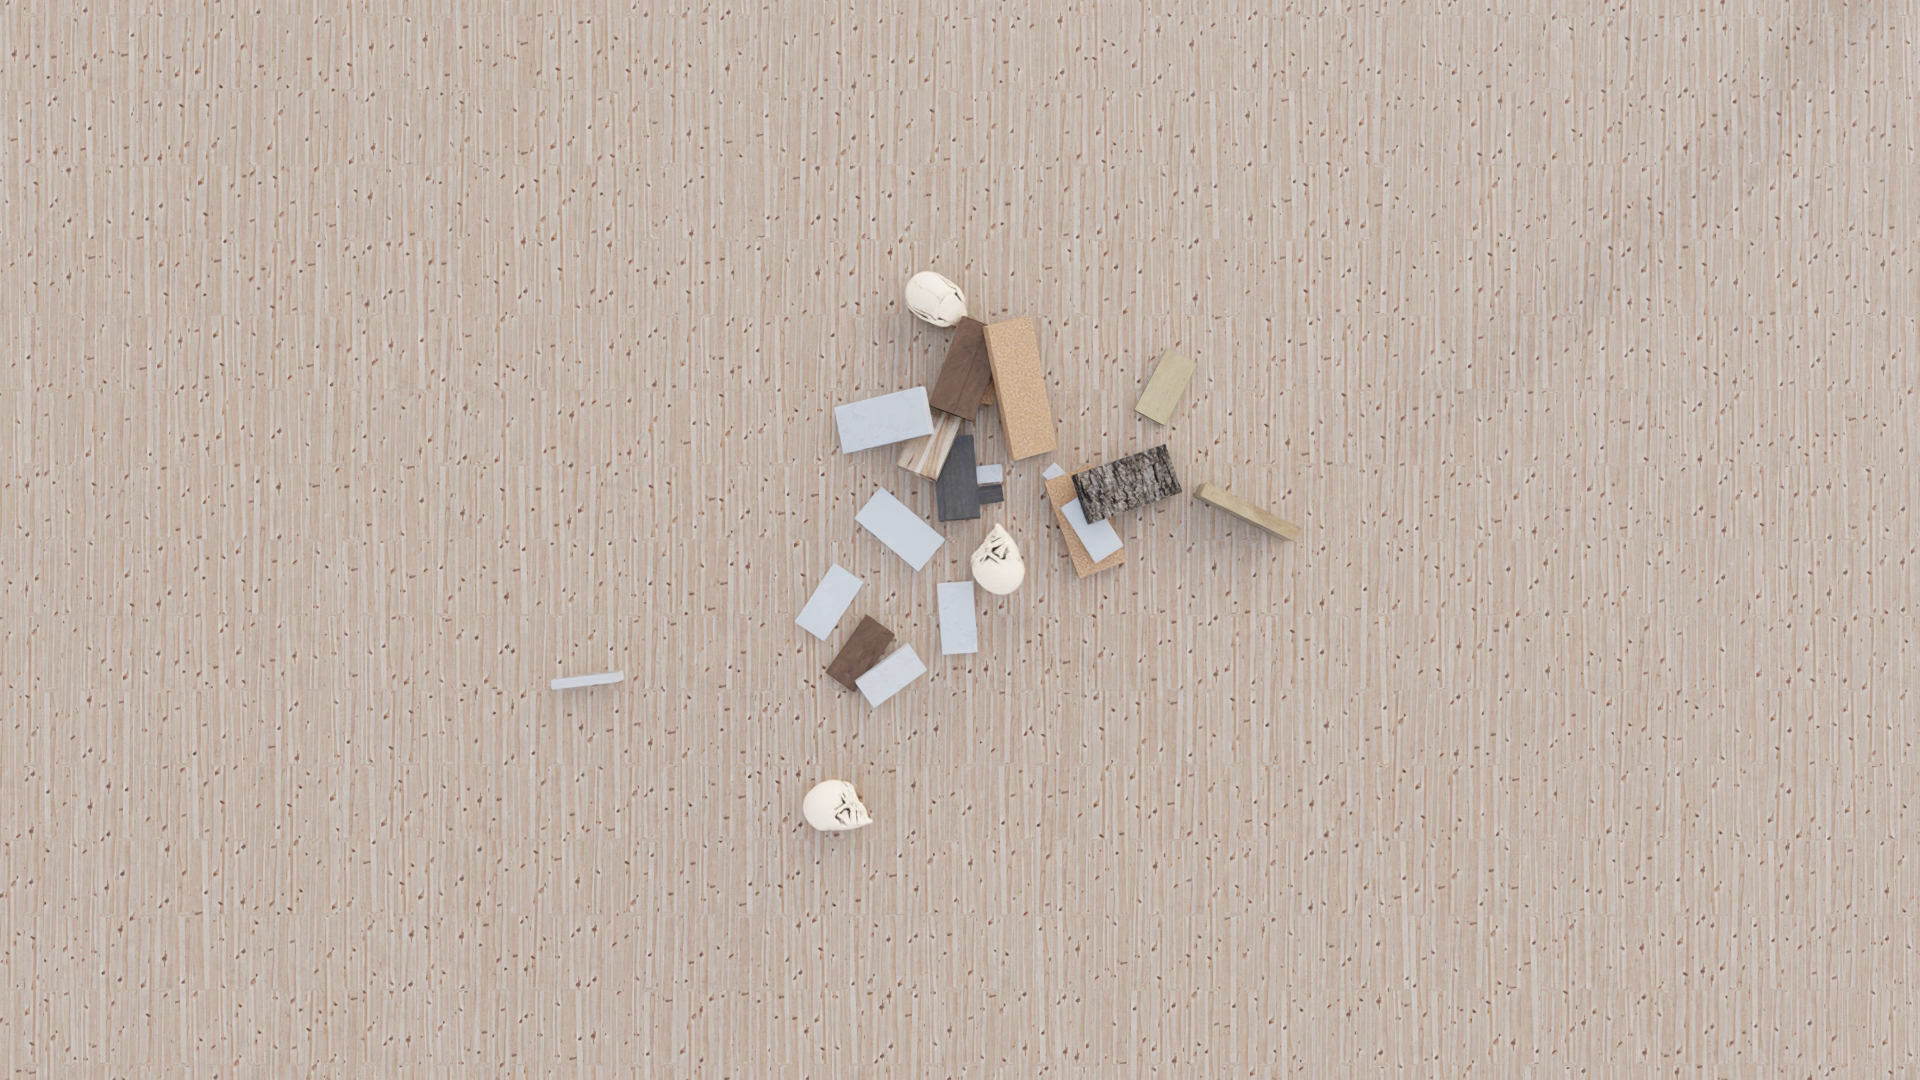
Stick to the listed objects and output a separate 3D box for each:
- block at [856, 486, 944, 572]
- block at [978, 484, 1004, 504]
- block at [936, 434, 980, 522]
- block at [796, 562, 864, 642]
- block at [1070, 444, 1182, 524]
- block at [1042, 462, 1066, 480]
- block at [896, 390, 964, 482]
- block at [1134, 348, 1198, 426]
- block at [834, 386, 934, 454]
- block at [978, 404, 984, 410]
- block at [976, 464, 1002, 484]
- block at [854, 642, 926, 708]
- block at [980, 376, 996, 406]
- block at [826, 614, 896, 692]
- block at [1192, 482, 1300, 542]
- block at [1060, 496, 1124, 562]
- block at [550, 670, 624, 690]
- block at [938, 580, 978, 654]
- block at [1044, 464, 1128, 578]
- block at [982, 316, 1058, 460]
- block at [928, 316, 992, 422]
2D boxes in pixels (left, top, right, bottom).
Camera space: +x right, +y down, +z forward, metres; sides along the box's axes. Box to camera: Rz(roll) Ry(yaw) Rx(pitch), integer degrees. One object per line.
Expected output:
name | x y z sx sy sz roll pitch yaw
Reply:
block | -0.199 -0.037 5.480 0.276 0.039 0.138 40 90 0
block | 0.085 -0.150 5.492 0.116 0.016 0.058 -9 90 0
block | -0.013 -0.204 5.459 0.138 0.039 0.276 -5 81 1
block | -0.433 0.205 5.483 0.118 0.033 0.236 33 90 0
block | 0.548 -0.184 5.422 0.339 0.048 0.170 -19 89 -19
block | 0.335 -0.197 5.491 0.058 0.016 0.116 -45 90 2
block | -0.090 -0.341 5.442 0.138 0.039 0.276 21 77 7
block | 0.684 -0.508 5.484 0.116 0.033 0.232 28 90 0
block | -0.250 -0.393 5.423 0.313 0.044 0.157 -12 89 20
block | 0.055 -0.559 5.484 0.116 0.033 0.232 18 90 0
block | 0.082 -0.218 5.492 0.116 0.016 0.058 -6 91 0
block | -0.229 0.449 5.466 0.216 0.031 0.108 -36 102 -4
block | 0.072 -0.569 5.451 0.116 0.033 0.232 10 90 0
block | -0.331 0.377 5.483 0.118 0.033 0.236 35 90 0
block | 0.940 -0.091 5.415 0.339 0.170 0.048 26 90 0
block | 0.433 -0.044 5.427 0.108 0.031 0.216 -33 94 1
block | -1.229 0.461 5.446 0.216 0.108 0.031 -7 90 0
block | -0.008 0.258 5.483 0.118 0.033 0.236 -4 90 0
block | 0.416 -0.062 5.465 0.170 0.048 0.339 -20 94 0
block | 0.198 -0.497 5.409 0.157 0.044 0.446 -16 103 -18
block | 0.025 -0.561 5.412 0.157 0.044 0.313 20 90 0
